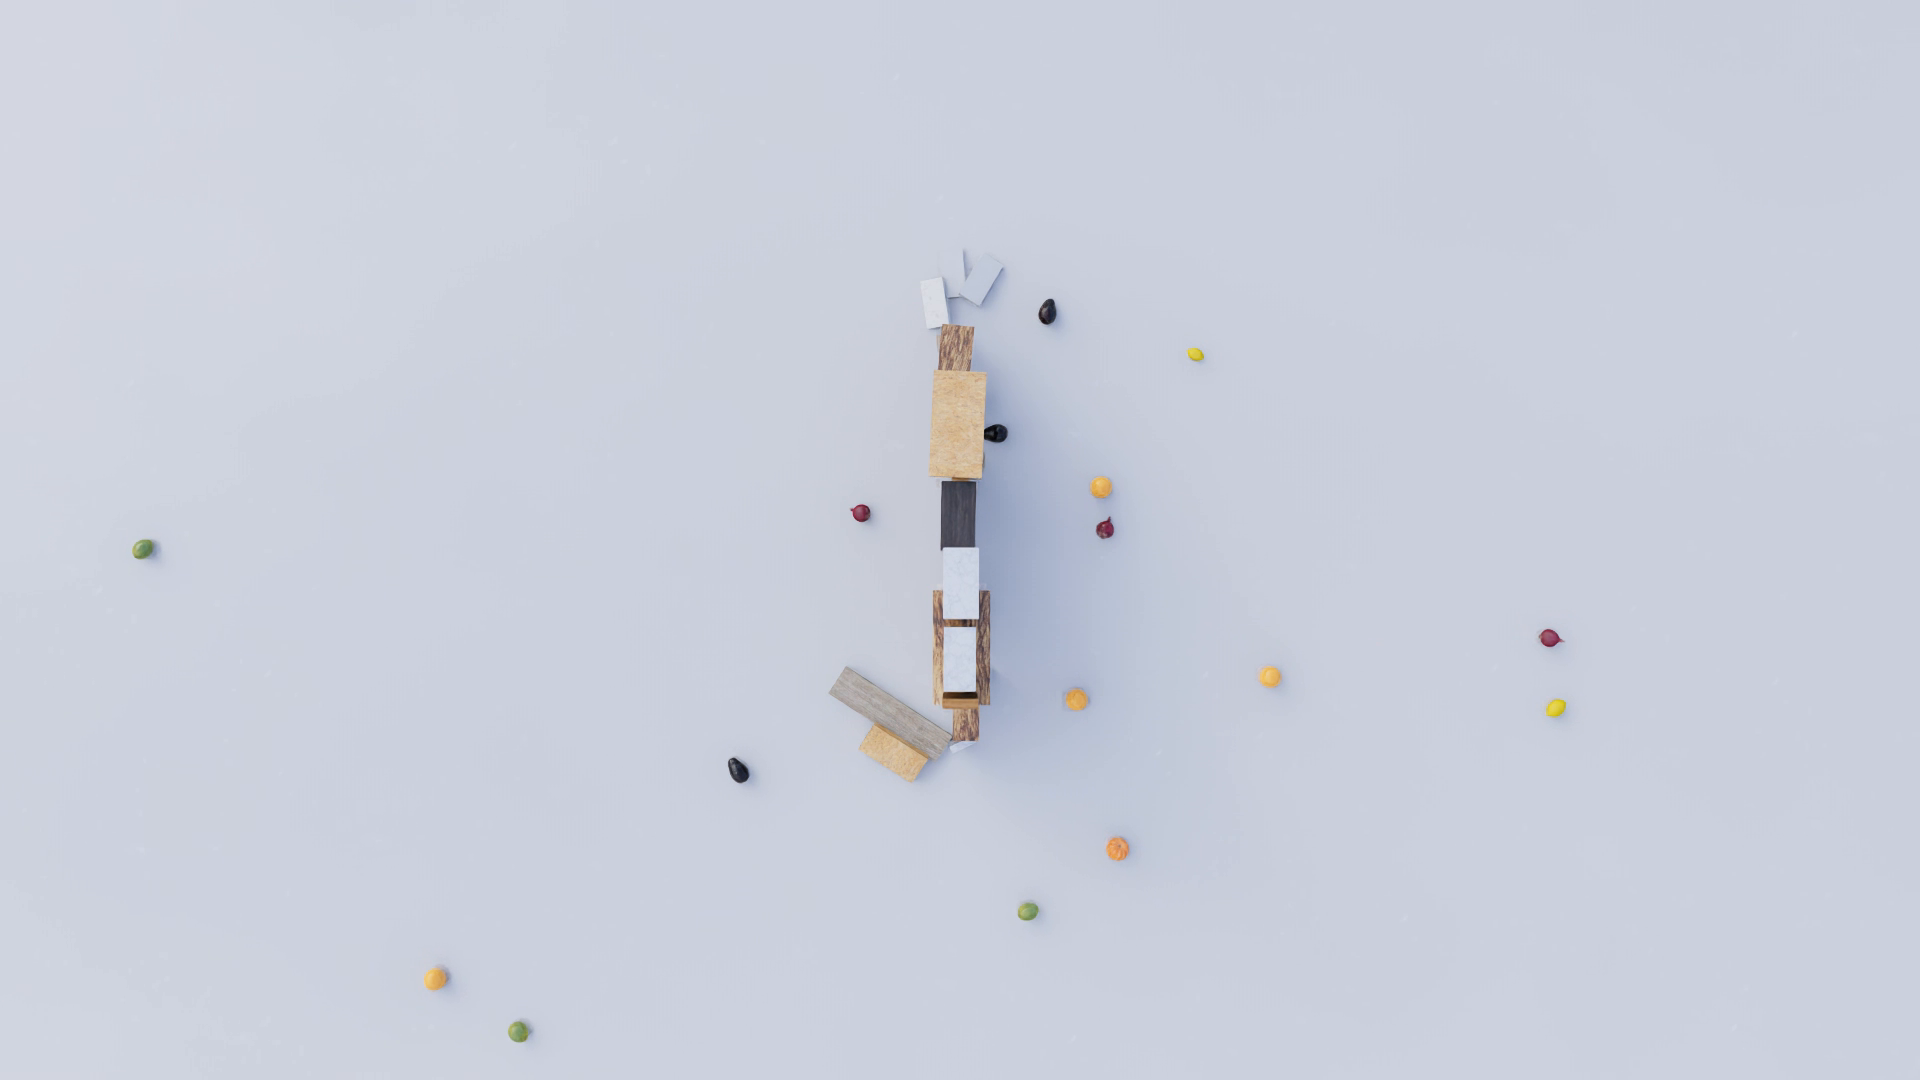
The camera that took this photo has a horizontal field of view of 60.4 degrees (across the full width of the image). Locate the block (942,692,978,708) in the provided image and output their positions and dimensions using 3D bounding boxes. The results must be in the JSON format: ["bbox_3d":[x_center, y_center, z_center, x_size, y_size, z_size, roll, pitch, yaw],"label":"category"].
[{"bbox_3d":[0.001,0.485,4.989,0.106,0.212,0.030,0,90,0],"label":"block"}]

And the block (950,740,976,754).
[{"bbox_3d":[0.010,0.662,5.415,0.085,0.169,0.024,-25,90,0],"label":"block"}]

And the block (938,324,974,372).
[{"bbox_3d":[-0.015,-0.583,5.278,0.103,0.029,0.207,6,90,0],"label":"block"}]

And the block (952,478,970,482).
[{"bbox_3d":[0.002,-0.155,5.378,0.057,0.016,0.114,0,90,0],"label":"block"}]

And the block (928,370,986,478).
[{"bbox_3d":[-0.007,-0.341,4.874,0.156,0.044,0.312,3,90,0],"label":"block"}]

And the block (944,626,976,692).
[{"bbox_3d":[-0.001,0.353,4.891,0.095,0.027,0.190,0,90,0],"label":"block"}]

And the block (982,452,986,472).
[{"bbox_3d":[-0.003,-0.237,5.052,0.156,0.312,0.044,0,90,0],"label":"block"}]

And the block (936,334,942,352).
[{"bbox_3d":[-0.024,-0.646,5.396,0.103,0.207,0.029,-4,90,0],"label":"block"}]

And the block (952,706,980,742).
[{"bbox_3d":[0.020,0.562,5.318,0.085,0.024,0.169,0,91,0],"label":"block"}]

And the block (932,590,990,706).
[{"bbox_3d":[0.005,0.333,5.120,0.177,0.050,0.355,0,90,0],"label":"block"}]

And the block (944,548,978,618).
[{"bbox_3d":[0.003,0.128,4.870,0.105,0.030,0.210,0,89,0],"label":"block"}]

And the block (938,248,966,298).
[{"bbox_3d":[-0.025,-0.887,5.489,0.080,0.023,0.159,-5,90,0],"label":"block"}]

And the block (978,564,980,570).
[{"bbox_3d":[0.004,0.074,5.124,0.105,0.478,0.030,-3,90,0],"label":"block"}]

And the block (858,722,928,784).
[{"bbox_3d":[-0.220,0.705,5.469,0.211,0.030,0.106,32,108,0],"label":"block"}]

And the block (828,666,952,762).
[{"bbox_3d":[-0.231,0.580,5.485,0.423,0.030,0.106,33,90,0],"label":"block"}]

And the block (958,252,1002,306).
[{"bbox_3d":[0.068,-0.864,5.475,0.080,0.023,0.159,31,84,-8],"label":"block"}]

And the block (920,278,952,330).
[{"bbox_3d":[-0.081,-0.786,5.475,0.080,0.023,0.159,-9,90,21],"label":"block"}]

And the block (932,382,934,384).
[{"bbox_3d":[-0.003,-0.447,5.052,0.156,0.312,0.044,-1,90,0],"label":"block"}]

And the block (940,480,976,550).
[{"bbox_3d":[-0.005,-0.074,5.133,0.108,0.031,0.216,1,90,0],"label":"block"}]
